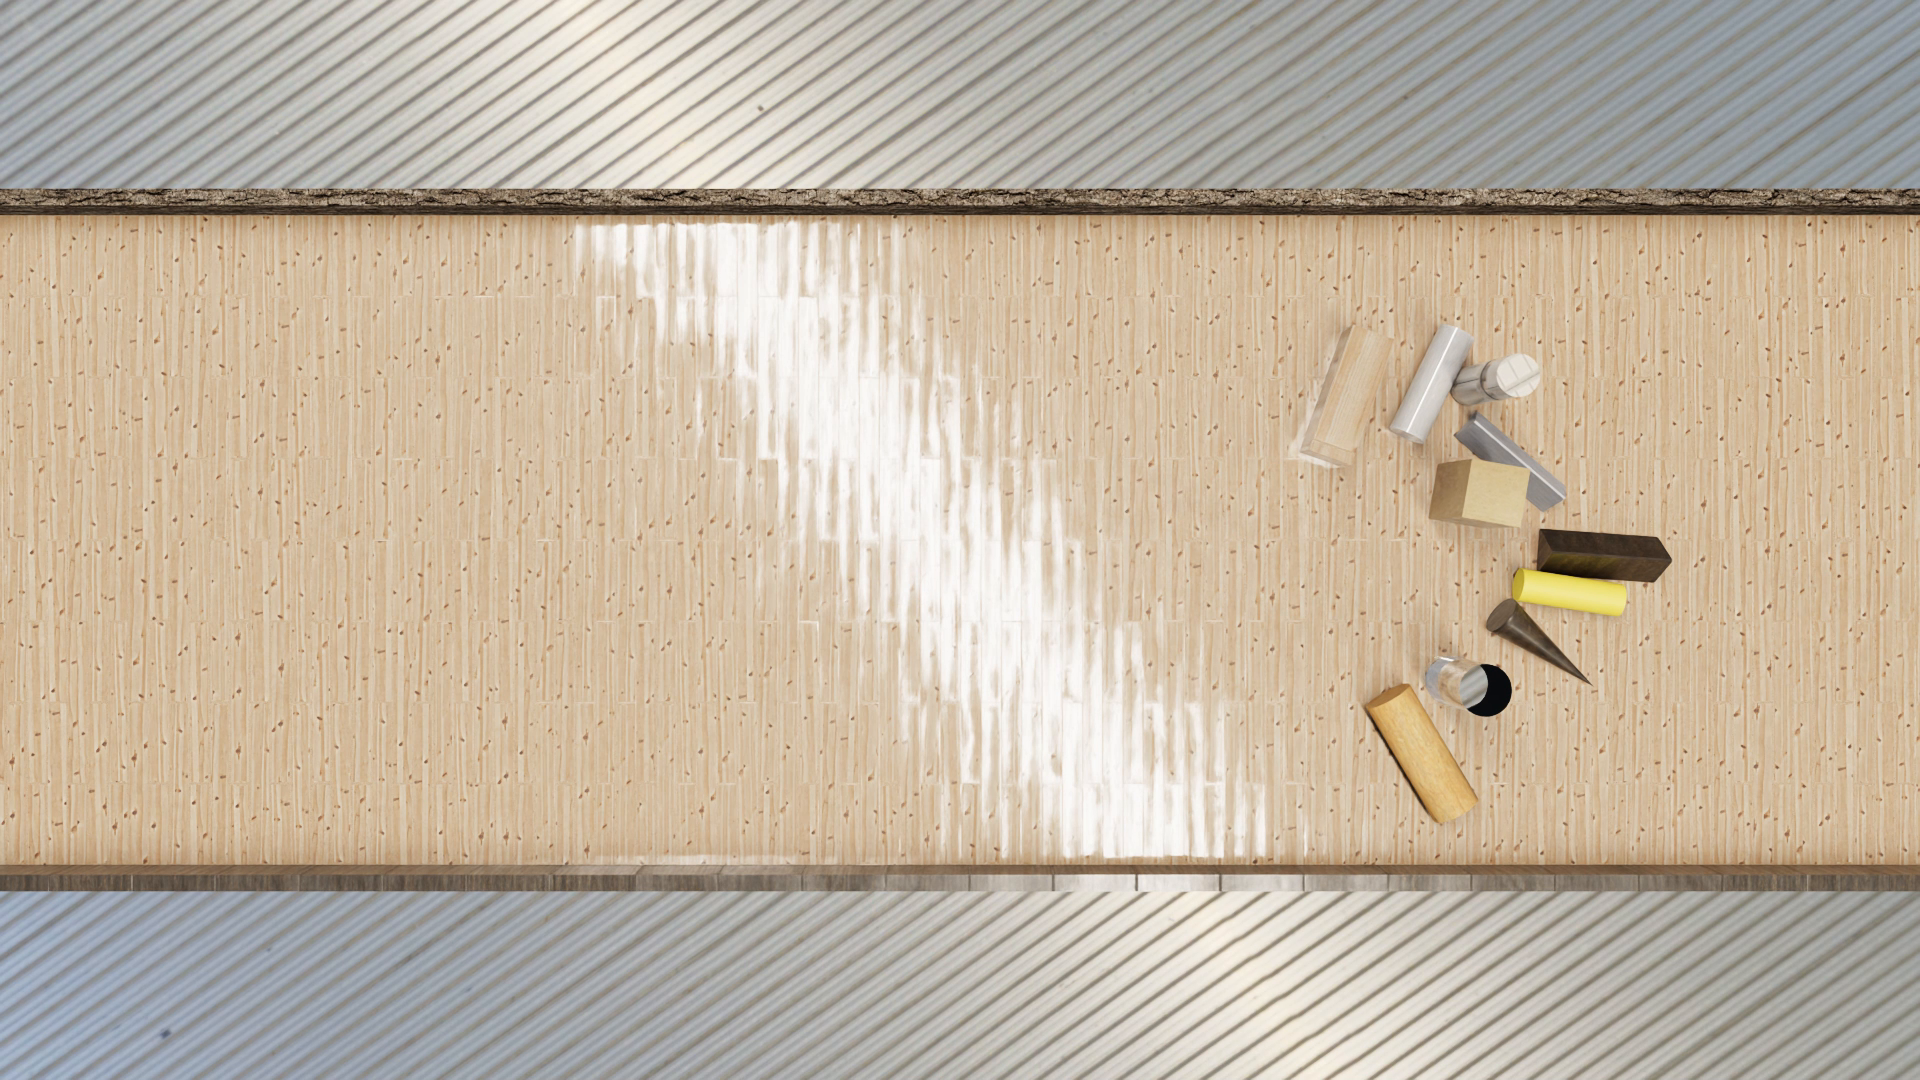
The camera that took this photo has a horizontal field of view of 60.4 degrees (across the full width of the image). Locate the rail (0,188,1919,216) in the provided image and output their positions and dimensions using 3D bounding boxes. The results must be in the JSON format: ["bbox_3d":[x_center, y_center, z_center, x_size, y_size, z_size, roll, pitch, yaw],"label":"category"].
[{"bbox_3d":[-2.247,-1.025,5.002,12.000,0.150,0.050,0,90,0],"label":"rail"}]

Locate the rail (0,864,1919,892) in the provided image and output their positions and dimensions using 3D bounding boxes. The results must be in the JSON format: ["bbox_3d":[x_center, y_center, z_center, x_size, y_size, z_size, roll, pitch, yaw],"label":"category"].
[{"bbox_3d":[-2.247,1.025,5.001,12.000,0.150,0.050,0,90,0],"label":"rail"}]

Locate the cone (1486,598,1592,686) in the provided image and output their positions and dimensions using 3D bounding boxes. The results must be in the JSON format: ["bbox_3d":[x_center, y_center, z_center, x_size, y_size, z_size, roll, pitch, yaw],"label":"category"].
[{"bbox_3d":[1.799,0.340,5.046,0.387,0.122,0.122,36,90,-9],"label":"cone"}]

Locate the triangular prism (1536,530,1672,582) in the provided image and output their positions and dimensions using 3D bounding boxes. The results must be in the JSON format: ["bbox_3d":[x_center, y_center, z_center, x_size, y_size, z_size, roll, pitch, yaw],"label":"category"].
[{"bbox_3d":[1.959,0.049,5.013,0.362,0.120,0.138,4,90,0],"label":"triangular prism"}]

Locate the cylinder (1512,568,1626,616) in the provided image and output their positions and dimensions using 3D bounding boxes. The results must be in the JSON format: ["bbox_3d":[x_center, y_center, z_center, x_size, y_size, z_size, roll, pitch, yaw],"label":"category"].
[{"bbox_3d":[1.856,0.160,5.027,0.312,0.100,0.100,9,90,0],"label":"cylinder"}]

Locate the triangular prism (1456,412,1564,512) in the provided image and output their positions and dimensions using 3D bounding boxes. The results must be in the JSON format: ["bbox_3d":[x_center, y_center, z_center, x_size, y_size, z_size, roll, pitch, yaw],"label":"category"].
[{"bbox_3d":[1.692,-0.242,5.029,0.358,0.090,0.104,41,90,0],"label":"triangular prism"}]

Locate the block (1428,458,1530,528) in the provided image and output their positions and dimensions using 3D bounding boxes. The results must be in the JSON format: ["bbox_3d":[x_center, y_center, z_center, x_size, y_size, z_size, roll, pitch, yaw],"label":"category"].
[{"bbox_3d":[1.541,-0.135,4.910,0.171,0.331,0.171,10,90,0],"label":"block"}]

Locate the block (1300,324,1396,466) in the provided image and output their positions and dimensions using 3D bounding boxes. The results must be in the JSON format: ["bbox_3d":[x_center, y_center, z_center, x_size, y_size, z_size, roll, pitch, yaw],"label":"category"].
[{"bbox_3d":[1.175,-0.435,5.009,0.136,0.136,0.398,20,90,0],"label":"block"}]

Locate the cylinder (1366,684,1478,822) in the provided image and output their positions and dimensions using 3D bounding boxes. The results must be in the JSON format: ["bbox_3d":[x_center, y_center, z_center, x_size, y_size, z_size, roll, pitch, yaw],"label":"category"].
[{"bbox_3d":[1.401,0.646,5.002,0.148,0.148,0.402,-31,90,0],"label":"cylinder"}]

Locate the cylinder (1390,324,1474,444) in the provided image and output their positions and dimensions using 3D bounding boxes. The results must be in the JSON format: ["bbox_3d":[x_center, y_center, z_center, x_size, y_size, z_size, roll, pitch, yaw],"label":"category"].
[{"bbox_3d":[1.436,-0.474,5.020,0.114,0.114,0.349,26,90,0],"label":"cylinder"}]

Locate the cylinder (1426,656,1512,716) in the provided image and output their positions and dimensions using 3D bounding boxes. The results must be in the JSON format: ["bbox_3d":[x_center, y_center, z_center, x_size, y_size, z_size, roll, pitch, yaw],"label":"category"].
[{"bbox_3d":[1.509,0.432,4.905,0.152,0.343,0.152,0,90,0],"label":"cylinder"}]

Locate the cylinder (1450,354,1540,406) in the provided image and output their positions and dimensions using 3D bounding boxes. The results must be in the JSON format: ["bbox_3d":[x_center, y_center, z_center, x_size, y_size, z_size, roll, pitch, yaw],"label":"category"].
[{"bbox_3d":[1.565,-0.467,4.847,0.122,0.455,0.122,0,91,0],"label":"cylinder"}]
